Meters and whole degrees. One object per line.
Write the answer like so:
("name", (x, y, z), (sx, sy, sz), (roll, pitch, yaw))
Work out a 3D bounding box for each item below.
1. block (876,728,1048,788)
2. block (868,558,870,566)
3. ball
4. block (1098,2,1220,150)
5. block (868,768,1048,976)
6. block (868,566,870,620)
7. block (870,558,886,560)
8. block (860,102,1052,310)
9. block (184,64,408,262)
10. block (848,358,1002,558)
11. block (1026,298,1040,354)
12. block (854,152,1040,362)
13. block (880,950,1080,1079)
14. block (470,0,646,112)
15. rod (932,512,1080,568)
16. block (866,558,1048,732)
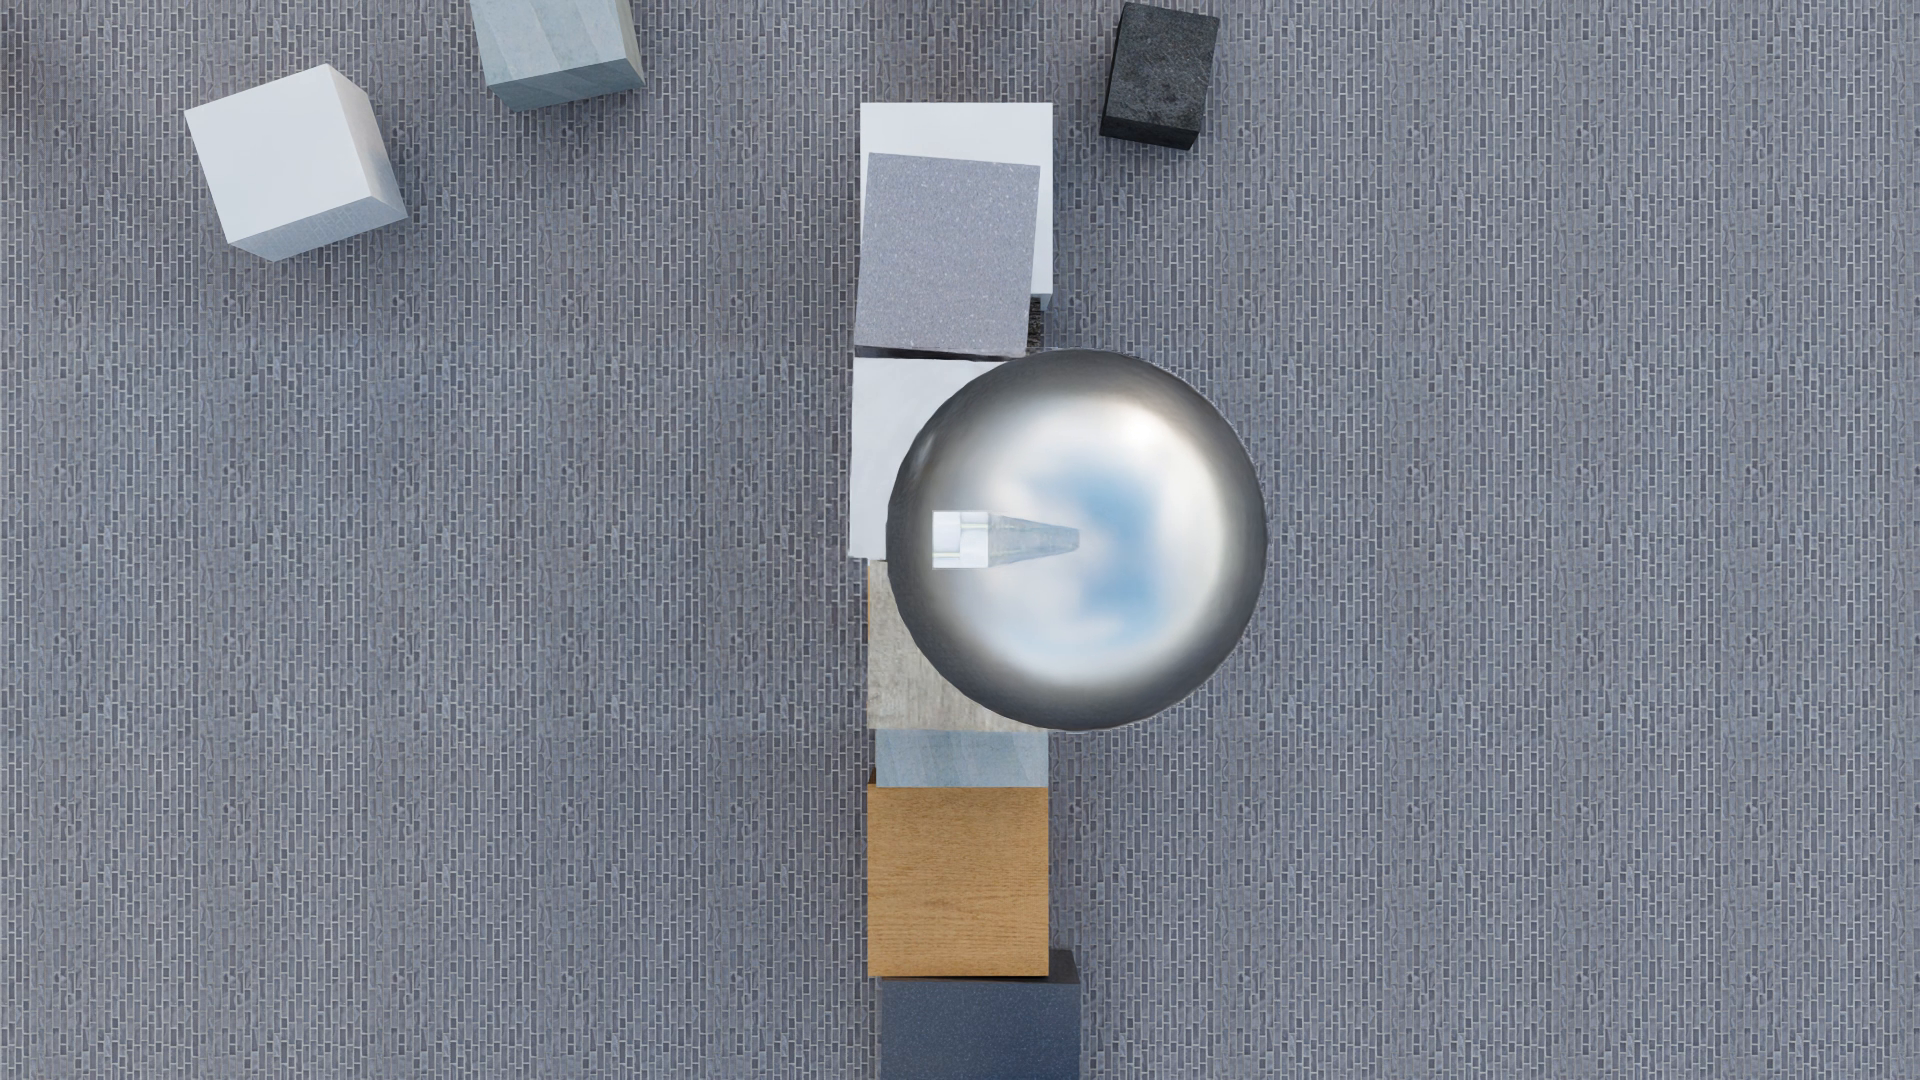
("block", (0.013, 0.870, 12.433), (0.928, 1.134, 0.928), (0, 90, 0))
("block", (-0.007, -0.070, 12.492), (0.996, 1.015, 0.935), (0, 90, 0))
("ball", (0.484, 0.000, 9.181), (1.600, 1.600, 1.600), (0, 90, 0))
("block", (1.142, -2.667, 12.694), (0.541, 0.613, 0.652), (10, 90, 0))
("block", (-0.011, 1.873, 12.558), (0.997, 0.883, 1.059), (0, 90, 0))
("block", (-0.007, 0.518, 11.419), (0.909, 0.894, 0.778), (0, 90, 0))
("block", (-0.011, -0.366, 11.554), (0.881, 0.861, 0.958), (0, 90, 0))
("block", (-0.019, -1.879, 12.543), (1.054, 0.914, 1.047), (0, 90, 0))
("block", (-3.781, -2.142, 12.592), (0.838, 0.817, 0.773), (-19, 90, 0))
("block", (0.008, -0.369, 10.643), (1.023, 0.960, 0.920), (2, 90, 0))
("block", (-0.001, -0.950, 12.616), (0.898, 0.767, 0.797), (0, 90, 0))
("block", (-0.064, -1.436, 11.585), (0.870, 1.002, 0.974), (5, 90, 0))
("block", (0.110, 2.873, 12.500), (1.082, 1.001, 0.918), (1, 90, 0))
("block", (-2.314, -2.950, 12.616), (0.793, 0.768, 0.704), (-11, 90, 0))
("rod", (0.210, 0.000, 5.792), (0.080, 5.200, 0.080), (0, 90, 5))
("block", (-0.004, 0.488, 10.529), (0.830, 0.886, 0.771), (1, 90, 0))
